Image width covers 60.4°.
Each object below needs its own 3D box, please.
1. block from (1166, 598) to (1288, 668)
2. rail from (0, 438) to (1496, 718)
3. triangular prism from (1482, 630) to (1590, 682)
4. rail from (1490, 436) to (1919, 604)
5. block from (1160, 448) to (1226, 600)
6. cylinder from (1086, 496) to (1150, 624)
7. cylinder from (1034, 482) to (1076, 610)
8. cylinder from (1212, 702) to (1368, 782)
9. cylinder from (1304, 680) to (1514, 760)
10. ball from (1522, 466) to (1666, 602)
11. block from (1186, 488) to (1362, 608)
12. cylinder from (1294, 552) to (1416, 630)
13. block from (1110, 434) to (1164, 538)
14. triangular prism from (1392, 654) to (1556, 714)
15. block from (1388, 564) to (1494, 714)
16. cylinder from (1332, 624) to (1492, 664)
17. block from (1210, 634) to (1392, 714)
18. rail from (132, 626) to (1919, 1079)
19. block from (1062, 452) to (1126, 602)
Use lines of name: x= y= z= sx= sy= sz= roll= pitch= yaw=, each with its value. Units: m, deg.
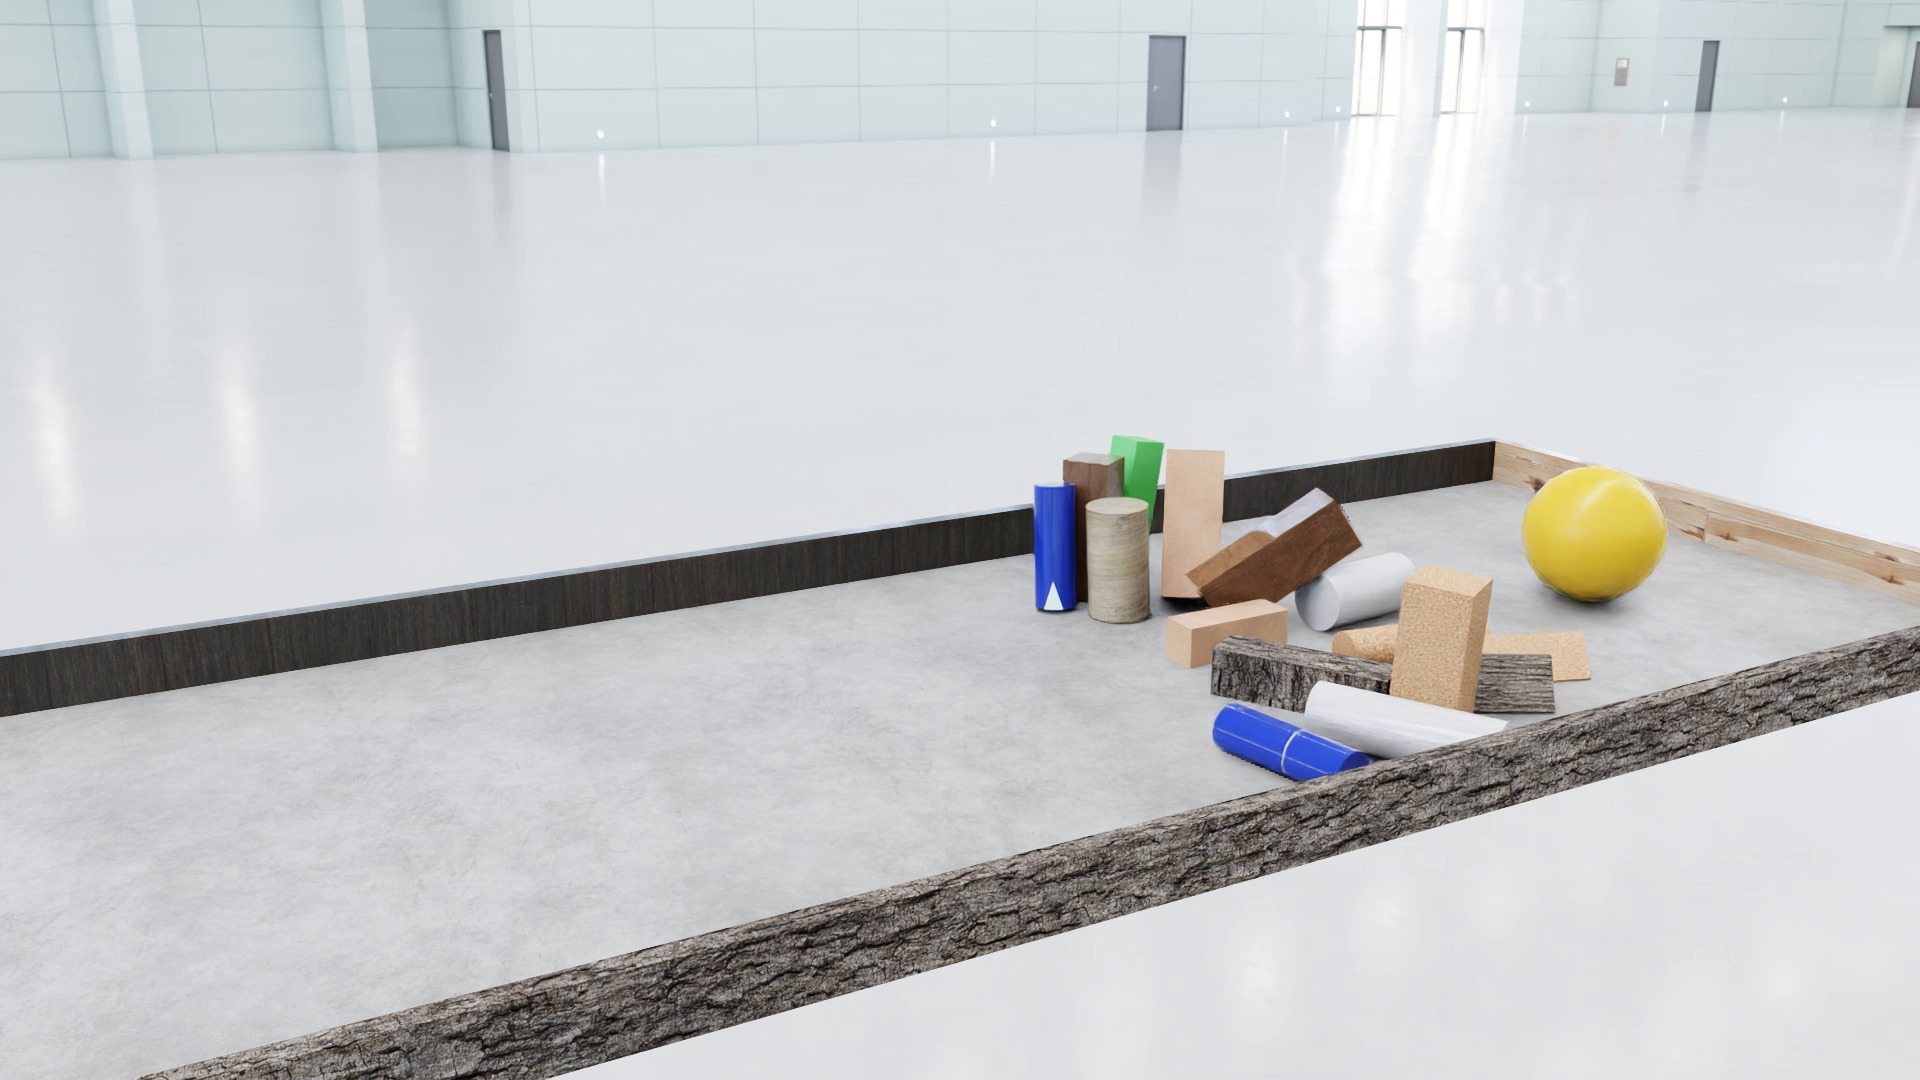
block: x=0.703 y=0.244 z=4.337 sx=0.318 sy=0.107 sz=0.107 roll=-9 pitch=19 yaw=-28
rail: x=-3.305 y=0.497 z=3.399 sx=12.000 sy=0.150 sz=0.050 roll=-9 pitch=18 yaw=-27
triangular prism: x=1.363 y=0.292 z=4.160 sx=0.434 sy=0.108 sz=0.125 roll=-3 pitch=17 yaw=-9
rail: x=2.466 y=-0.048 z=5.253 sx=0.050 sy=0.150 sz=2.100 roll=-9 pitch=18 yaw=-27
block: x=0.664 y=-0.042 z=4.706 sx=0.162 sy=0.416 sz=0.162 roll=2 pitch=-3 yaw=8
cylinder: x=0.440 y=0.055 z=4.593 sx=0.173 sy=0.315 sz=0.173 roll=-3 pitch=17 yaw=1
cylinder: x=0.269 y=0.016 z=4.660 sx=0.117 sy=0.348 sz=0.117 roll=-1 pitch=8 yaw=0
cylinder: x=0.718 y=0.458 z=3.608 sx=0.107 sy=0.107 sz=0.351 roll=-13 pitch=21 yaw=-37
cylinder: x=0.992 y=0.425 z=3.661 sx=0.429 sy=0.140 sz=0.140 roll=11 pitch=20 yaw=33
ball: x=1.812 y=-0.017 z=4.725 sx=0.388 sy=0.388 sz=0.388 roll=0 pitch=16 yaw=0
block: x=0.855 y=0.055 z=4.505 sx=0.432 sy=0.155 sz=0.155 roll=-34 pitch=15 yaw=3
cylinder: x=1.104 y=0.141 z=4.582 sx=0.321 sy=0.165 sz=0.165 roll=-11 pitch=20 yaw=-33
block: x=0.494 y=-0.089 z=4.876 sx=0.108 sy=0.428 sz=0.108 roll=0 pitch=13 yaw=-37
triangular prism: x=1.235 y=0.334 z=3.990 sx=0.373 sy=0.123 sz=0.142 roll=0 pitch=16 yaw=2
block: x=1.097 y=0.265 z=3.782 sx=0.156 sy=0.370 sz=0.156 roll=14 pitch=21 yaw=30
cylinder: x=1.159 y=0.270 z=4.229 sx=0.397 sy=0.117 sz=0.117 roll=-5 pitch=17 yaw=-18
block: x=0.833 y=0.340 z=3.985 sx=0.434 sy=0.121 sz=0.121 roll=10 pitch=19 yaw=30
rail: x=-2.336 y=1.006 z=1.665 sx=12.000 sy=0.150 sz=0.050 roll=-9 pitch=18 yaw=-27
block: x=0.380 y=-0.037 z=4.754 sx=0.135 sy=0.406 sz=0.135 roll=8 pitch=17 yaw=25
